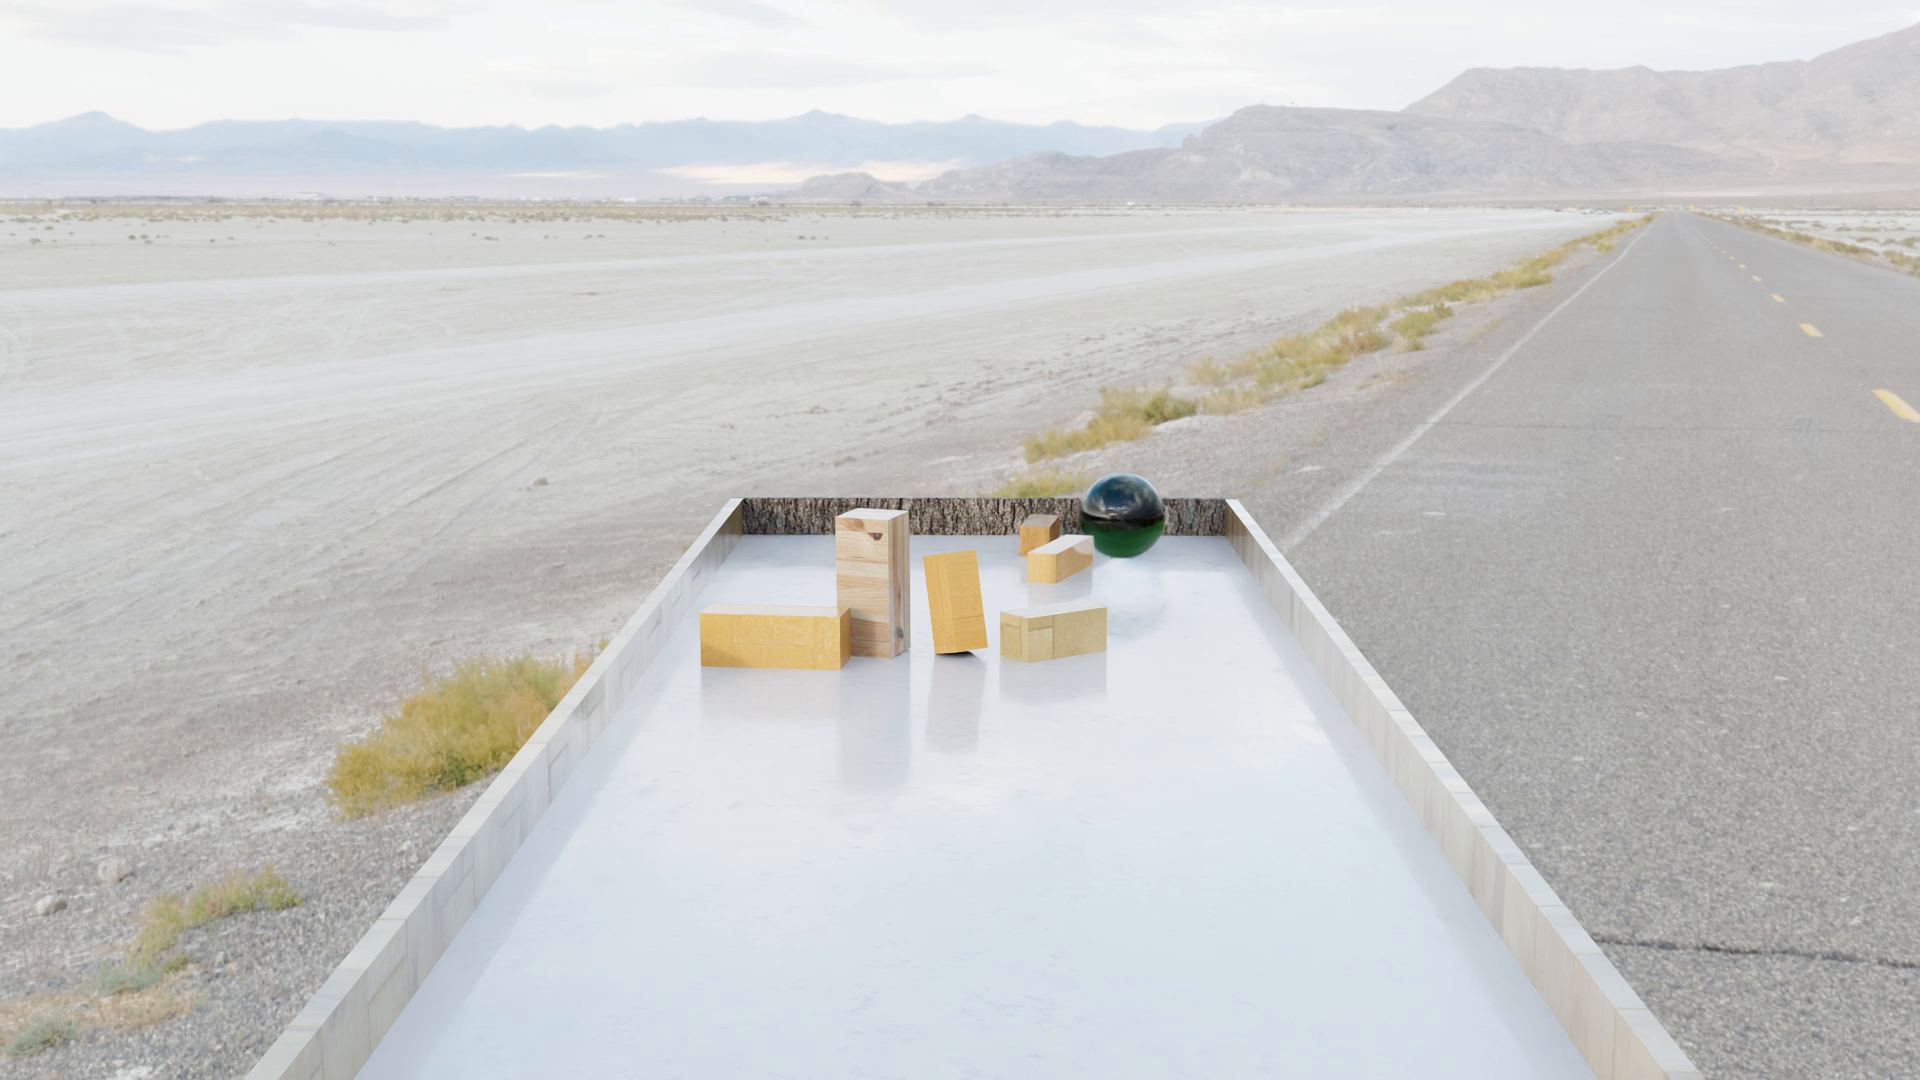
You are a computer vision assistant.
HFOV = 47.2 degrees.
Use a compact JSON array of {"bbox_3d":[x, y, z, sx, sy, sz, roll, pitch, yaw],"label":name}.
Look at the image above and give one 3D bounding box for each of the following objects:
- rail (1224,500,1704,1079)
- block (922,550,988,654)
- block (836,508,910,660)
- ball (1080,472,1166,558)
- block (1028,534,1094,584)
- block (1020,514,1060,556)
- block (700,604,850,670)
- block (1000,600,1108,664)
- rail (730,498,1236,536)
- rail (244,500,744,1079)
[{"bbox_3d":[1.046,0.843,3.208,0.050,0.150,12.000,0,9,1],"label":"rail"},{"bbox_3d":[-0.014,0.191,6.778,0.118,0.303,0.118,-6,-1,-35],"label":"block"},{"bbox_3d":[-0.267,0.133,6.781,0.173,0.432,0.173,3,11,20],"label":"block"},{"bbox_3d":[0.630,-0.096,8.546,0.334,0.334,0.334,0,9,0],"label":"ball"},{"bbox_3d":[0.379,0.069,8.230,0.108,0.108,0.458,3,10,20],"label":"block"},{"bbox_3d":[0.318,-0.019,8.753,0.118,0.118,0.324,1,9,9],"label":"block"},{"bbox_3d":[-0.557,0.292,6.650,0.427,0.163,0.163,1,9,8],"label":"block"},{"bbox_3d":[0.290,0.281,6.792,0.313,0.138,0.138,-7,11,-36],"label":"block"},{"bbox_3d":[0.099,-0.098,9.147,2.100,0.150,0.050,0,9,1],"label":"rail"},{"bbox_3d":[-1.004,0.839,3.234,0.050,0.150,12.000,0,9,1],"label":"rail"}]
